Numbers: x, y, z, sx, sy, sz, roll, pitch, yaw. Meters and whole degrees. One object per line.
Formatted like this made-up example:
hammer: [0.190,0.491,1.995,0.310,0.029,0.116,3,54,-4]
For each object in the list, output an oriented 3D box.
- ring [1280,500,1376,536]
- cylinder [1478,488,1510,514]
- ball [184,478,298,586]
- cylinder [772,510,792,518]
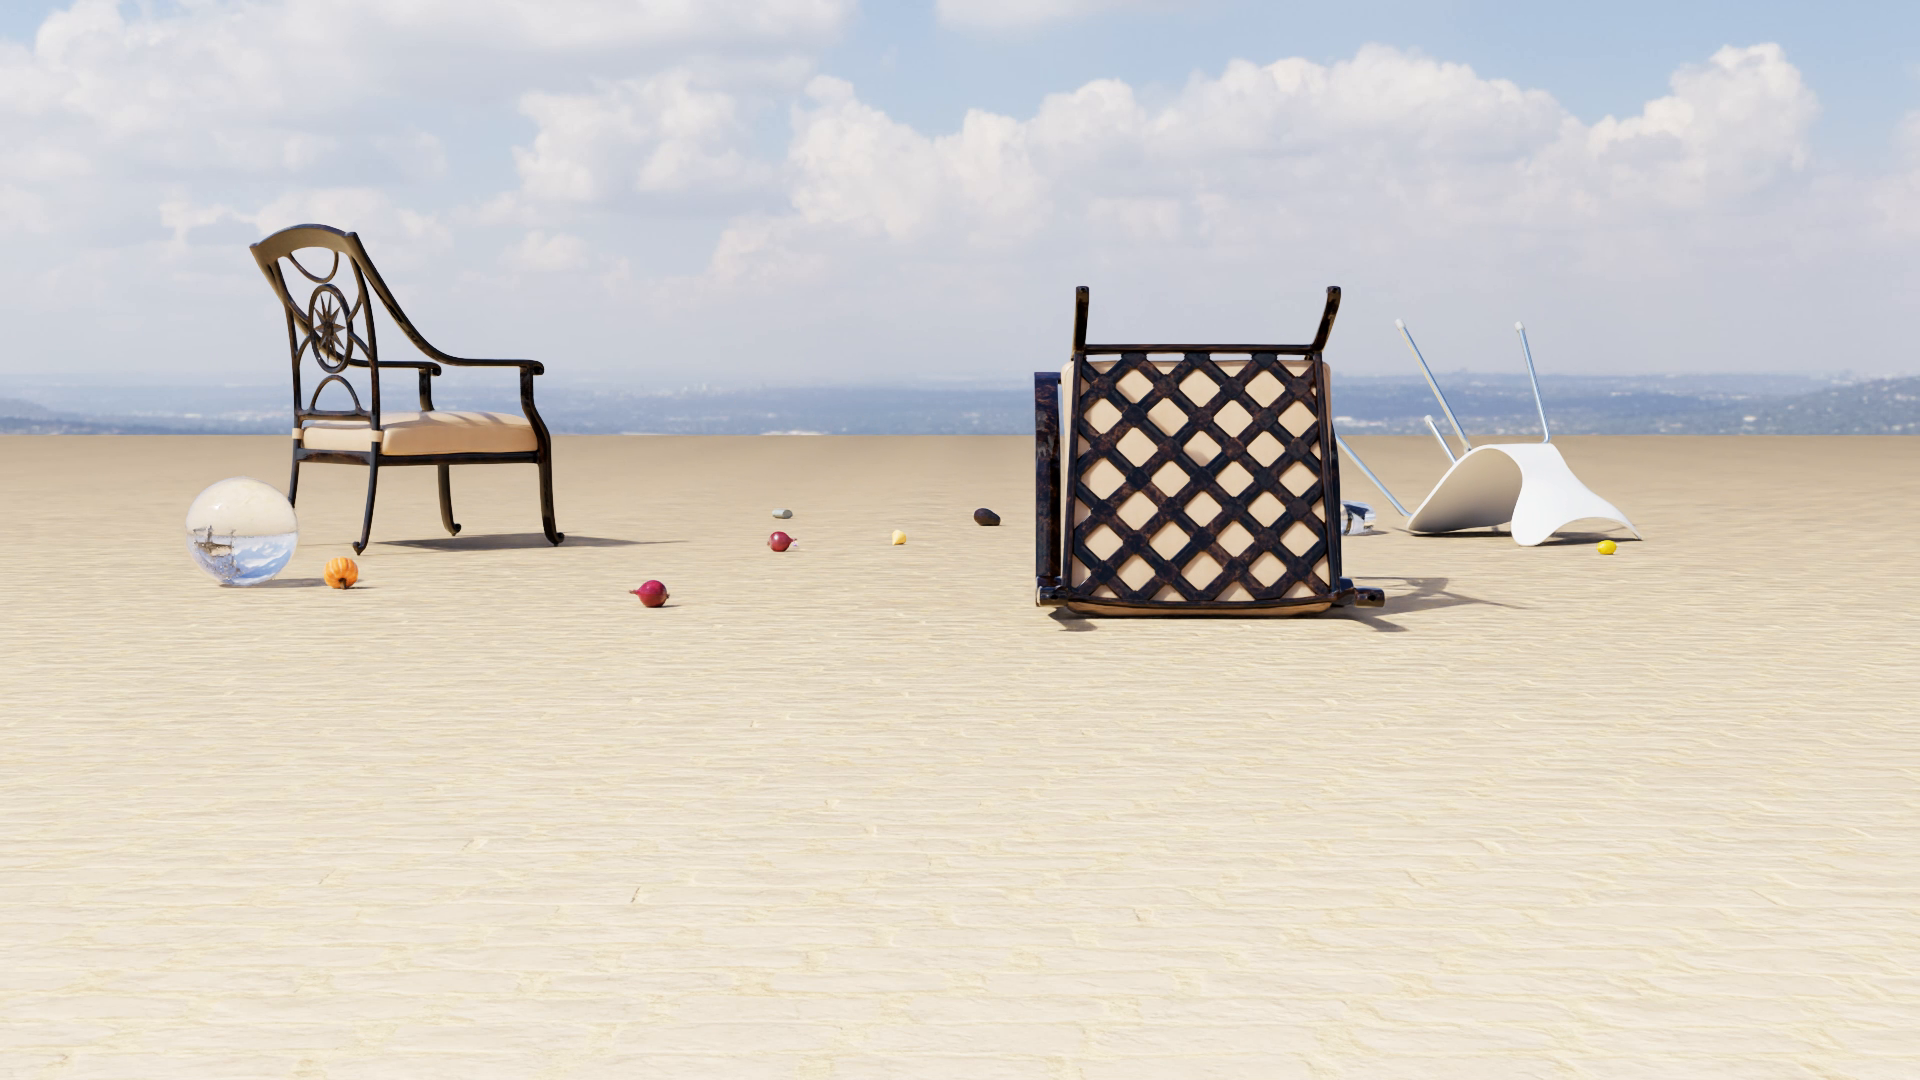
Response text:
ring: [1.147,-0.071,6.860,0.299,0.101,0.381,2,3,14]
cylinder: [1.922,-0.141,7.912,0.077,0.094,0.084,-2,-2,-30]
ball: [-1.640,-0.020,5.023,0.248,0.248,0.248,0,4,0]
cylinder: [-0.617,-0.091,7.640,0.047,0.031,0.056,3,2,35]
